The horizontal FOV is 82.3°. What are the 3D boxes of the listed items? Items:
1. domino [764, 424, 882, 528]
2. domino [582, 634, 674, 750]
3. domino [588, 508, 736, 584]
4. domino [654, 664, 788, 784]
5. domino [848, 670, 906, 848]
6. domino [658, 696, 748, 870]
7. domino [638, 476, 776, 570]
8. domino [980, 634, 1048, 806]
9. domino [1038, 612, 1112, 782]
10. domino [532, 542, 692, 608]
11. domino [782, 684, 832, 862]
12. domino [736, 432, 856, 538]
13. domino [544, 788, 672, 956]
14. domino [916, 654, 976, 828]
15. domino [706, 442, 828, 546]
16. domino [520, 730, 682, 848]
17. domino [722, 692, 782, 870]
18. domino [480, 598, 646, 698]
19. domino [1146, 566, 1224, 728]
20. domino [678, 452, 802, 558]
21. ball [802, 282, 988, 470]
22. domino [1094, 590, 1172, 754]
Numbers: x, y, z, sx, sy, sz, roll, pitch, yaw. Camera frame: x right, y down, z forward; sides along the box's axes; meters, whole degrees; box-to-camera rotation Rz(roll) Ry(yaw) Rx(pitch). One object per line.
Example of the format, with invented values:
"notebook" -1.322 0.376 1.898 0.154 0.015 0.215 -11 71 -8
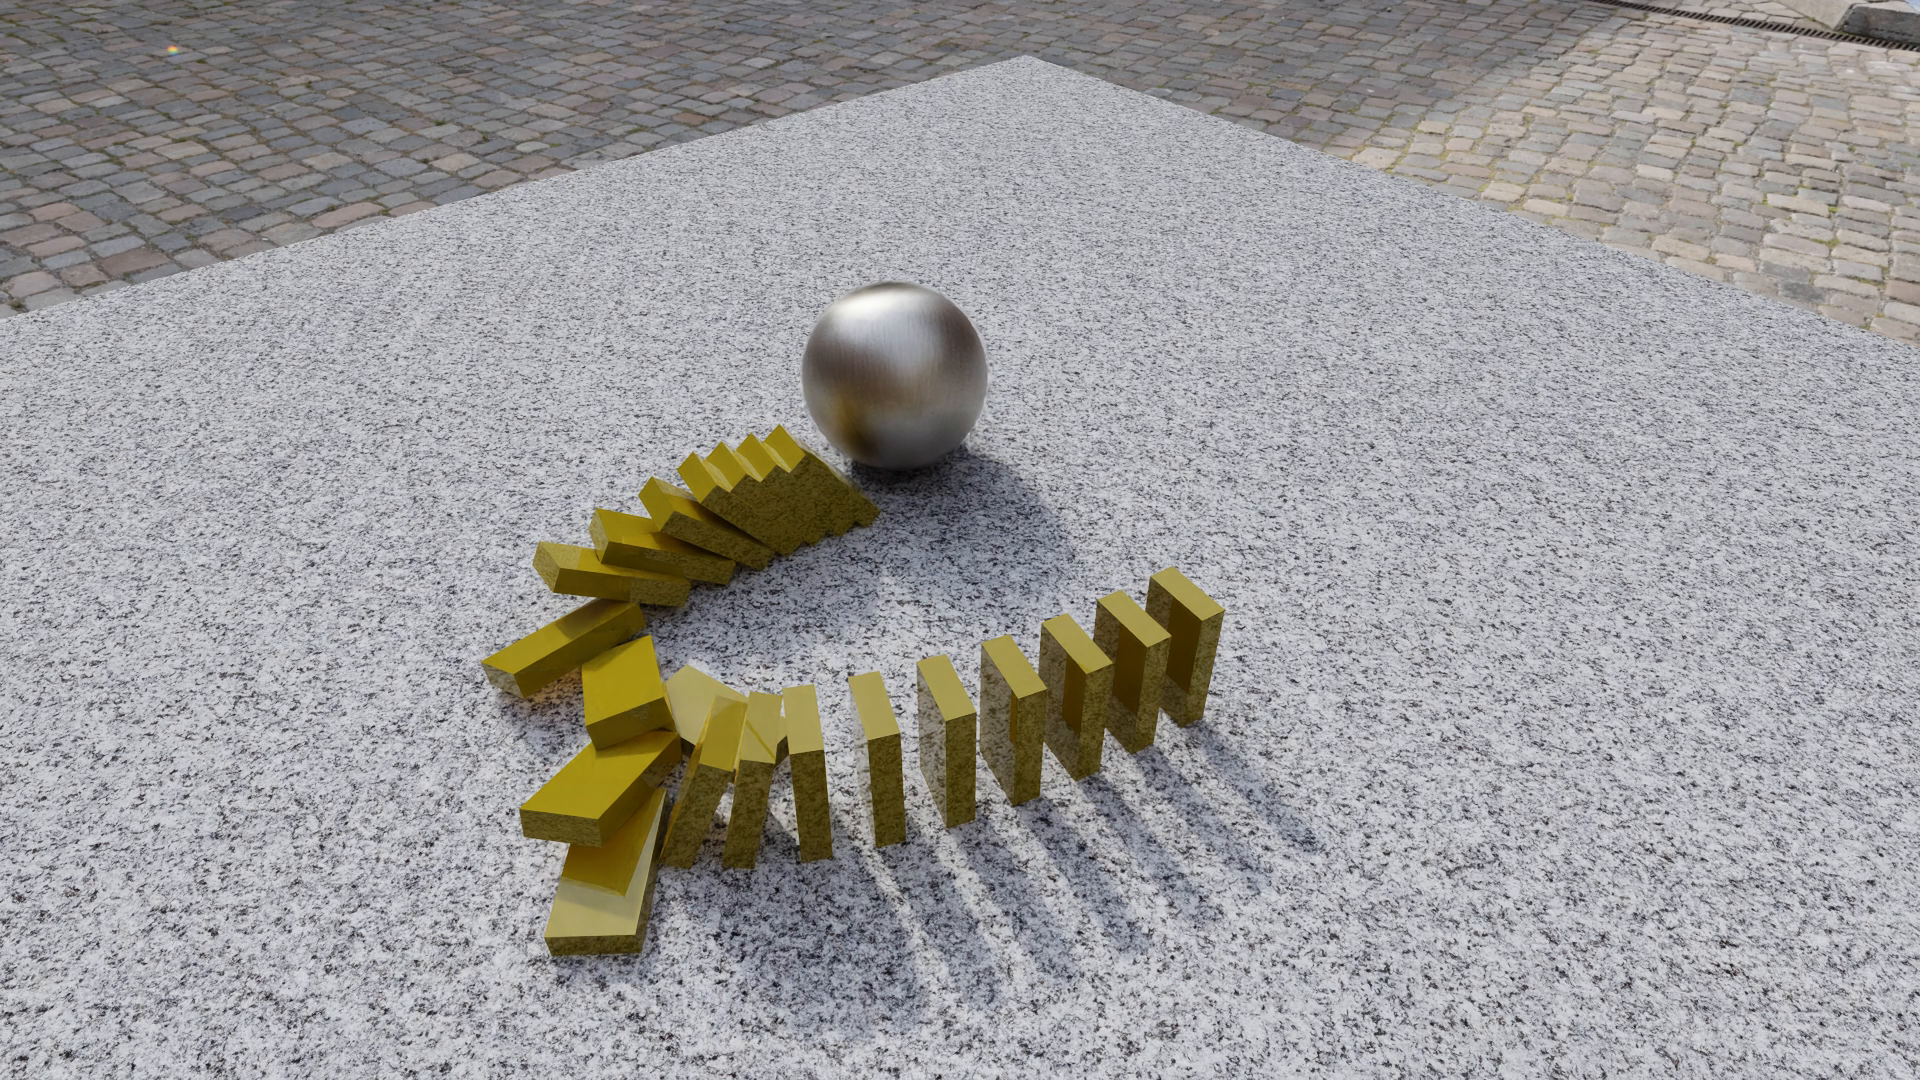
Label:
"domino" -0.055 -0.026 0.446 0.010 0.050 0.025 -47 48 4
"domino" -0.112 0.050 0.368 0.025 0.010 0.050 -20 24 -13
"domino" -0.113 0.003 0.420 0.050 0.009 0.025 13 23 -35
"domino" -0.081 0.062 0.367 0.050 0.010 0.025 23 44 25
"domino" -0.025 0.066 0.330 0.009 0.050 0.025 -11 41 -13
"domino" -0.076 0.072 0.324 0.010 0.050 0.025 18 37 -13
"domino" -0.097 -0.006 0.425 0.050 0.009 0.025 27 15 -47
"domino" 0.016 0.057 0.342 0.010 0.050 0.025 -16 42 -19
"domino" 0.035 0.050 0.350 0.009 0.050 0.025 -19 43 -22
"domino" -0.128 0.013 0.405 0.050 0.009 0.025 11 15 -41
"domino" -0.045 0.070 0.326 0.009 0.050 0.025 -6 40 -10
"domino" -0.065 -0.022 0.441 0.009 0.050 0.025 -47 48 4
"domino" -0.103 0.097 0.325 0.025 0.009 0.050 -1 39 -1
"domino" -0.004 0.062 0.336 0.010 0.050 0.025 -14 41 -16
"domino" -0.076 -0.018 0.437 0.009 0.050 0.025 -47 48 4
"domino" -0.108 0.074 0.337 0.025 0.009 0.050 4 20 13
"domino" -0.061 0.071 0.324 0.010 0.050 0.025 9 38 -10
"domino" -0.140 0.037 0.390 0.025 0.009 0.050 7 31 43
"domino" 0.073 0.036 0.367 0.010 0.050 0.025 -22 44 -24
"domino" -0.086 -0.013 0.432 0.010 0.050 0.025 -47 48 4
"ball" -0.028 -0.070 0.473 0.080 0.080 0.080 0 39 0
"domino" 0.054 0.043 0.358 0.010 0.050 0.025 -21 44 -24
